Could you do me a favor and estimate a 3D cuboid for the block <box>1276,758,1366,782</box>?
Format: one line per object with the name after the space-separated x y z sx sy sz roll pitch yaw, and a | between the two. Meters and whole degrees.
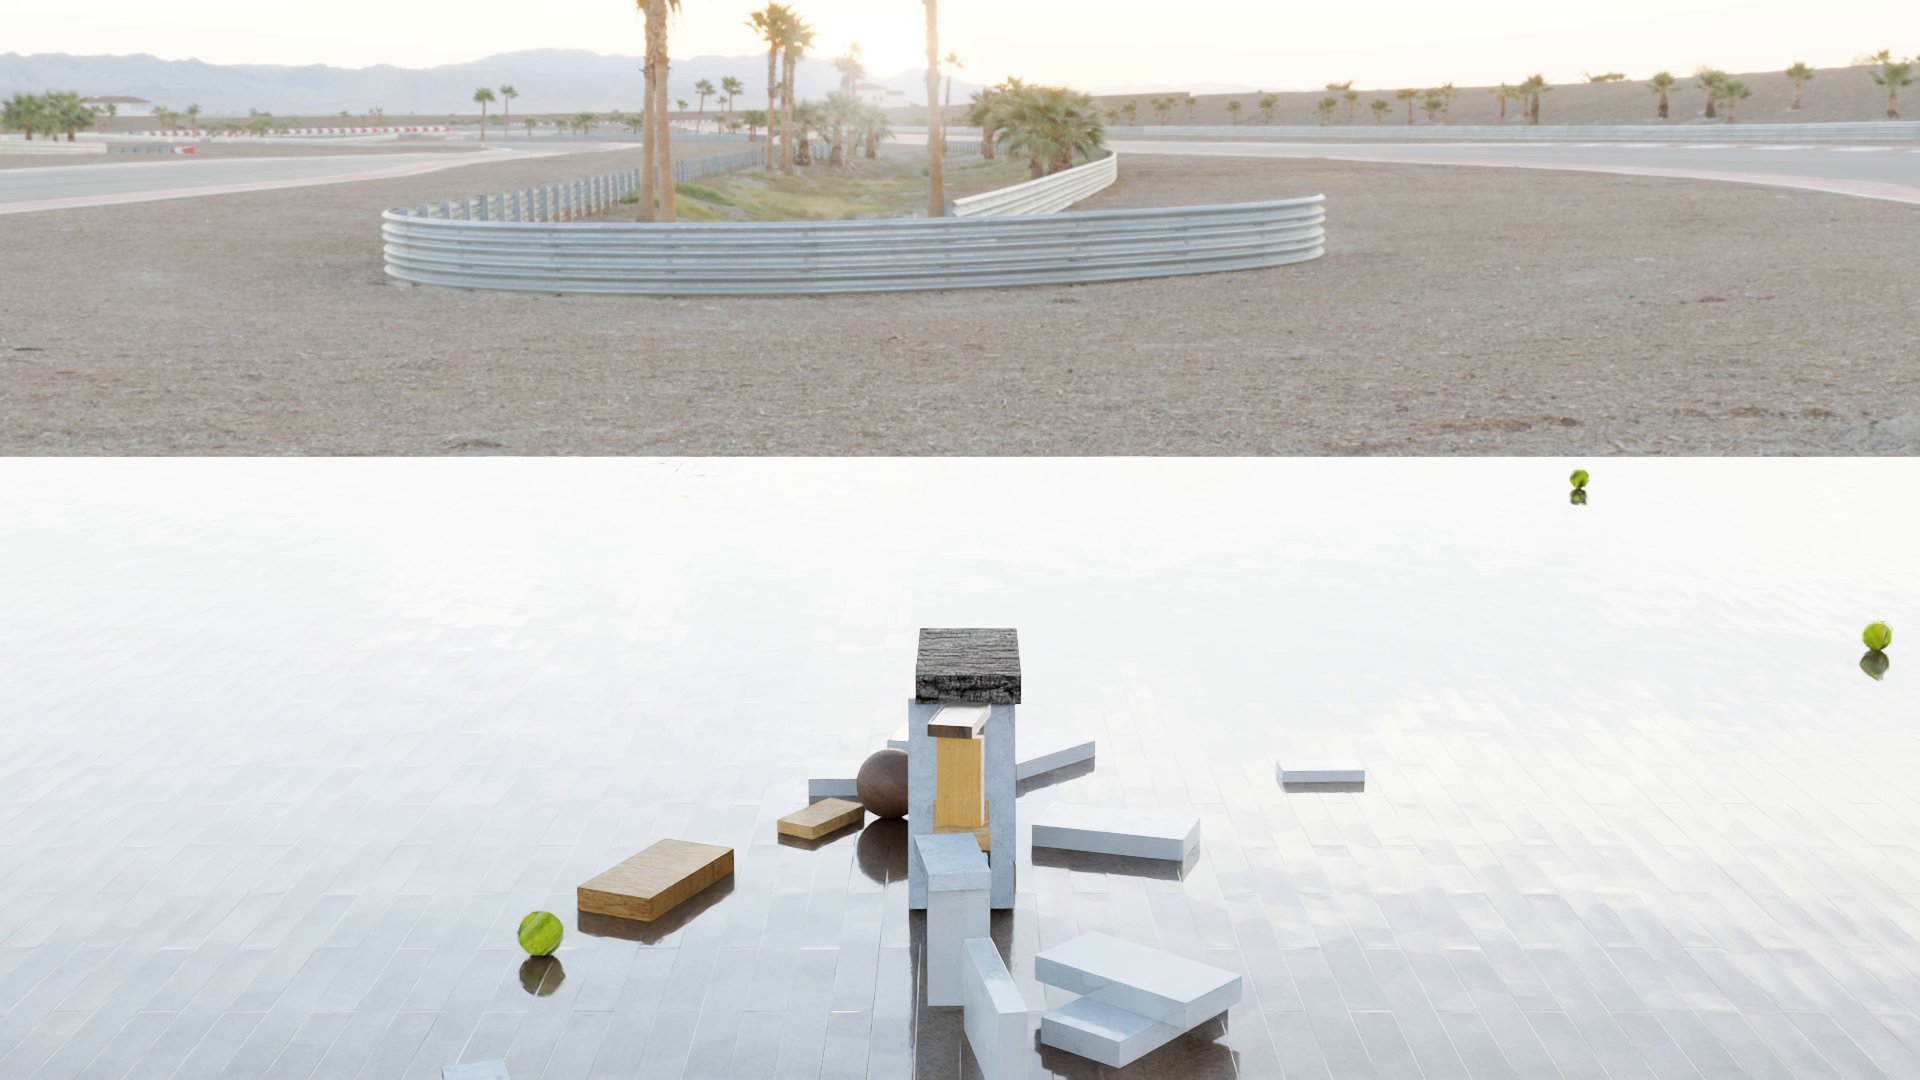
0.711 0.454 4.339 0.161 0.023 0.081 0 11 -1 | block

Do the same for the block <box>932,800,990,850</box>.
0.002 0.443 3.420 0.089 0.025 0.177 0 10 0 | block

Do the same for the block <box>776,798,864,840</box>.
-0.254 0.510 4.036 0.081 0.023 0.161 7 13 33 | block

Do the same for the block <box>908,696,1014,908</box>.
0.001 0.428 3.597 0.171 0.341 0.048 0 0 -1 | block

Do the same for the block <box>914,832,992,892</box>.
-0.013 0.473 3.238 0.090 0.026 0.181 -1 11 -8 | block

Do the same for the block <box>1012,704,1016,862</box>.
0.010 0.386 3.822 0.171 0.341 0.048 -1 4 -3 | block

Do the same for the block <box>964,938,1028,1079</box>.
0.047 0.650 2.975 0.038 0.135 0.269 -2 11 -9 | block

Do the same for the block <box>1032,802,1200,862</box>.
0.280 0.521 3.935 0.275 0.039 0.138 3 11 18 | block

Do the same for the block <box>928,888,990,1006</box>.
-0.002 0.586 3.195 0.090 0.181 0.026 0 11 0 | block

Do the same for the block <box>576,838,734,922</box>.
-0.507 0.567 3.686 0.138 0.039 0.275 5 11 23 | block

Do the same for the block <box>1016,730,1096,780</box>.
0.150 0.432 4.429 0.119 0.034 0.238 10 14 43 | block

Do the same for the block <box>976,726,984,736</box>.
0.003 0.349 3.472 0.070 0.140 0.020 1 6 5 | block

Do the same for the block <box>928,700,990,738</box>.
-0.001 0.278 3.411 0.070 0.020 0.140 2 11 12 | block

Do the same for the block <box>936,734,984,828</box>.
0.001 0.368 3.370 0.070 0.140 0.020 3 11 14 | block

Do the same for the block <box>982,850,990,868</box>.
0.002 0.554 3.375 0.089 0.177 0.025 0 12 0 | block

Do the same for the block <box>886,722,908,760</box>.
-0.047 0.400 4.488 0.138 0.039 0.348 2 5 10 | block

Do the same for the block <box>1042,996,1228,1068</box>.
0.251 0.672 3.124 0.135 0.038 0.269 9 14 39 | block

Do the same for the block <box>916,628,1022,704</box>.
0.014 0.210 3.700 0.171 0.048 0.341 0 11 0 | block

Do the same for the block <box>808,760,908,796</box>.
-0.173 0.462 4.268 0.238 0.034 0.119 0 11 -1 | block

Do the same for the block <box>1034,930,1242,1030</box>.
0.254 0.628 3.153 0.269 0.038 0.135 9 14 41 | block

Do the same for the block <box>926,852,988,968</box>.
-0.004 0.563 3.317 0.090 0.181 0.026 -1 11 -5 | block

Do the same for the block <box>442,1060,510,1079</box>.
-0.627 0.726 2.874 0.081 0.023 0.161 -4 11 -19 | block
